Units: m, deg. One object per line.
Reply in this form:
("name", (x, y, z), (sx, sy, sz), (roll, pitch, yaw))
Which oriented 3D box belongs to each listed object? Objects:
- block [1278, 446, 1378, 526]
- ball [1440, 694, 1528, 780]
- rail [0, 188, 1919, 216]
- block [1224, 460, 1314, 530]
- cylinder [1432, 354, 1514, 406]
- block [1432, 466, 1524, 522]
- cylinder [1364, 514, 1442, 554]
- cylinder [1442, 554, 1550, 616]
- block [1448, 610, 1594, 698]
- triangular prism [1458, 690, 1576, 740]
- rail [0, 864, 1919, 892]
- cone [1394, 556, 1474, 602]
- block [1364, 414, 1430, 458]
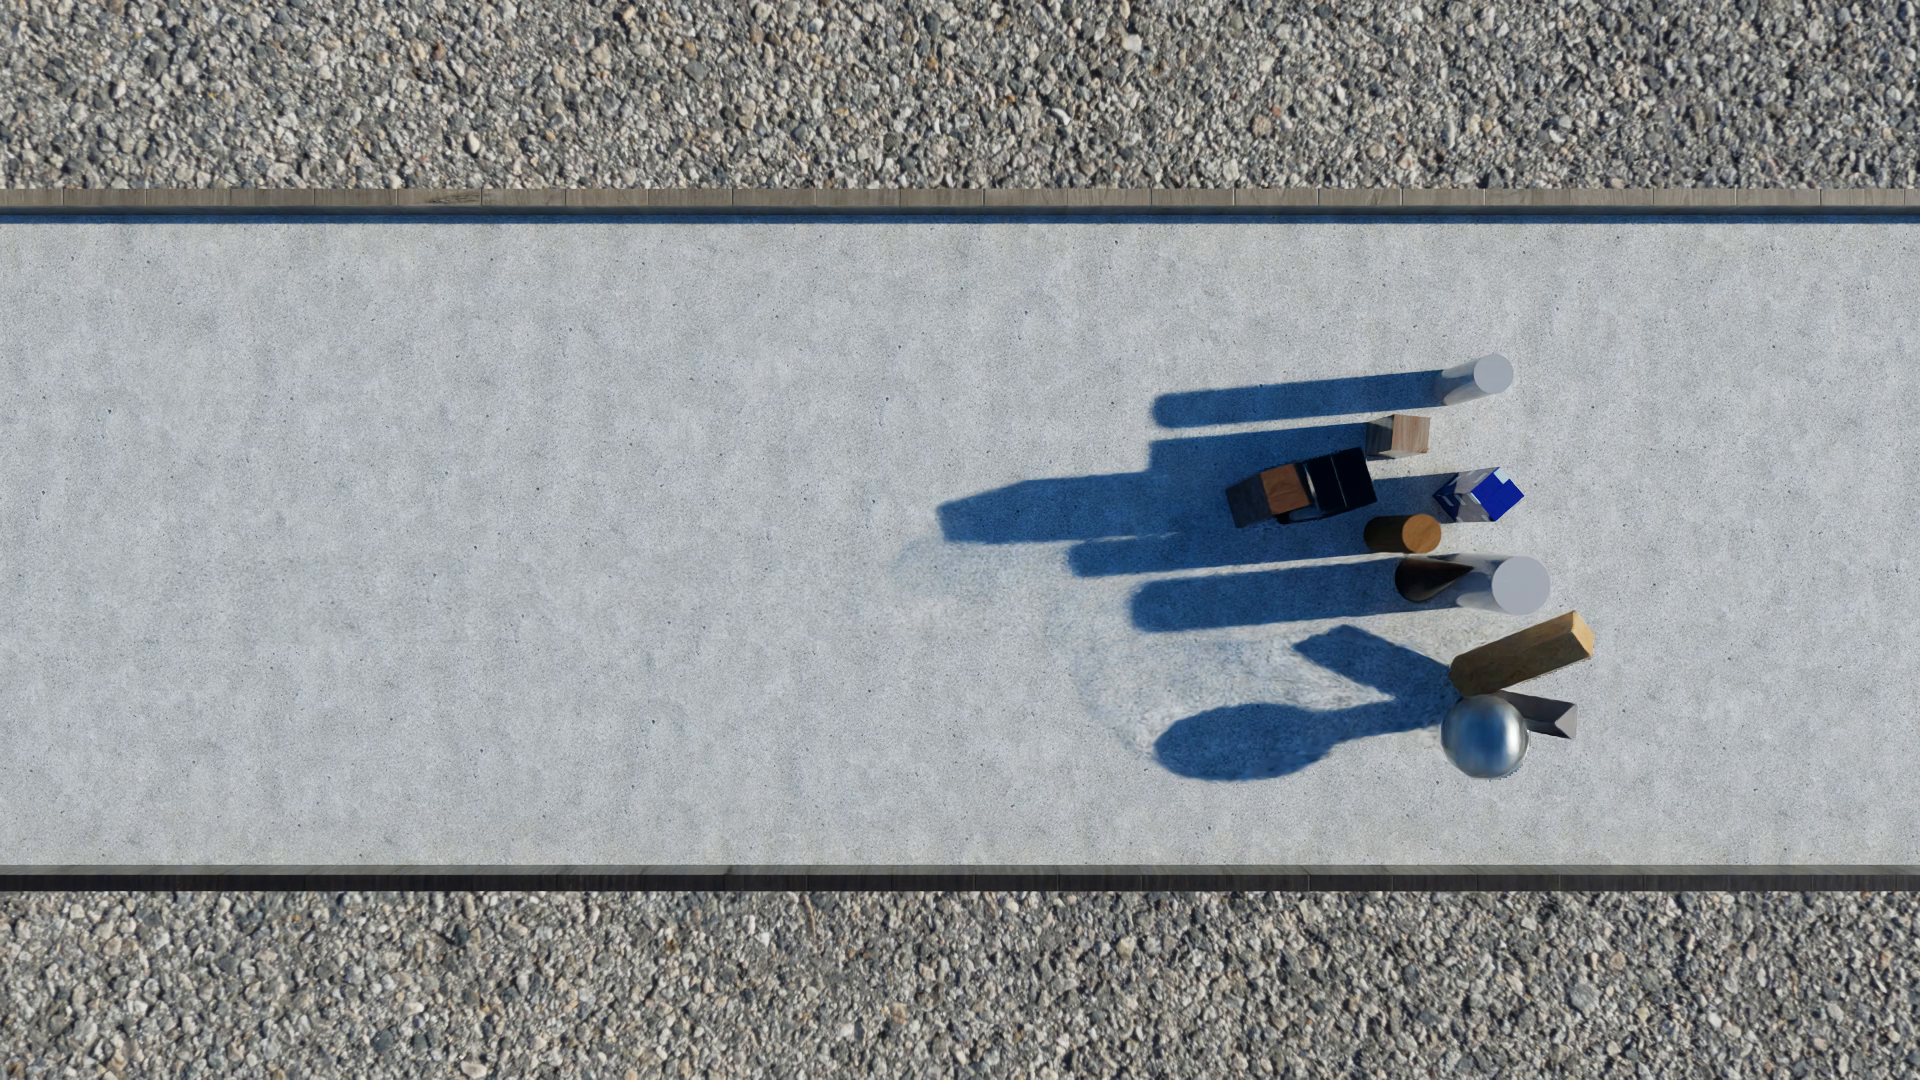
("block", (1.054, -0.156, 4.855), (0.165, 0.428, 0.165), (-17, 90, -6))
("ball", (1.518, 0.570, 4.775), (0.244, 0.244, 0.244), (0, 90, 0))
("rail", (-2.247, -1.025, 5.002), (12.000, 0.150, 0.050), (0, 90, 0))
("block", (0.906, -0.128, 4.855), (0.125, 0.426, 0.125), (-16, 86, -5))
("cylinder", (1.510, -0.470, 4.871), (0.113, 0.411, 0.113), (0, 90, 0))
("block", (1.531, -0.131, 4.888), (0.111, 0.377, 0.111), (-41, 90, 0))
("cylinder", (1.299, -0.017, 4.859), (0.112, 0.434, 0.112), (0, 90, 0))
("cylinder", (1.564, 0.125, 4.846), (0.166, 0.455, 0.166), (0, 91, -2))
("block", (1.663, 0.347, 4.899), (0.408, 0.100, 0.100), (-29, 110, 39))
("triangular prism", (1.662, 0.499, 4.905), (0.103, 0.366, 0.089), (36, 76, -28))
("rail", (-2.247, 1.025, 5.001), (12.000, 0.150, 0.050), (0, 90, 0))
("cone", (1.437, 0.099, 4.884), (0.147, 0.362, 0.147), (1, 83, -11))
("block", (1.301, -0.307, 4.918), (0.104, 0.317, 0.104), (5, 90, 0))
